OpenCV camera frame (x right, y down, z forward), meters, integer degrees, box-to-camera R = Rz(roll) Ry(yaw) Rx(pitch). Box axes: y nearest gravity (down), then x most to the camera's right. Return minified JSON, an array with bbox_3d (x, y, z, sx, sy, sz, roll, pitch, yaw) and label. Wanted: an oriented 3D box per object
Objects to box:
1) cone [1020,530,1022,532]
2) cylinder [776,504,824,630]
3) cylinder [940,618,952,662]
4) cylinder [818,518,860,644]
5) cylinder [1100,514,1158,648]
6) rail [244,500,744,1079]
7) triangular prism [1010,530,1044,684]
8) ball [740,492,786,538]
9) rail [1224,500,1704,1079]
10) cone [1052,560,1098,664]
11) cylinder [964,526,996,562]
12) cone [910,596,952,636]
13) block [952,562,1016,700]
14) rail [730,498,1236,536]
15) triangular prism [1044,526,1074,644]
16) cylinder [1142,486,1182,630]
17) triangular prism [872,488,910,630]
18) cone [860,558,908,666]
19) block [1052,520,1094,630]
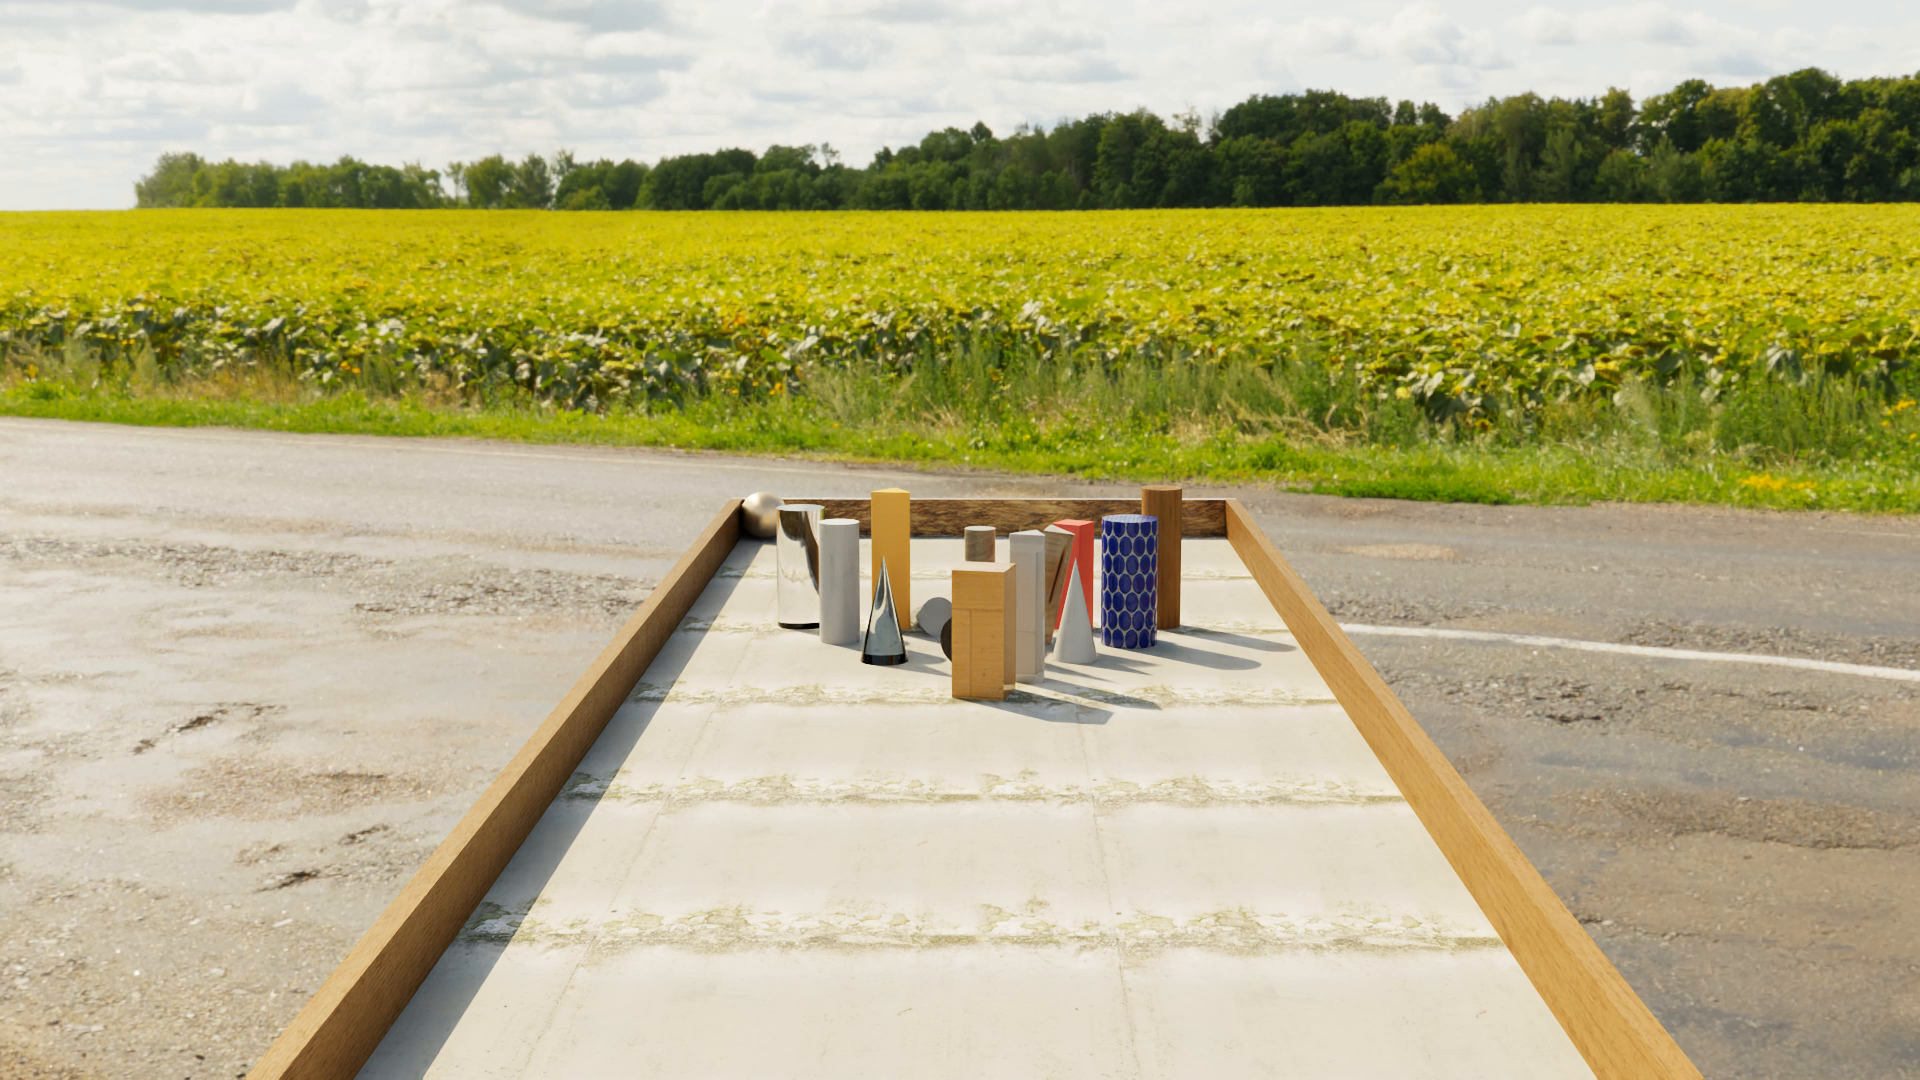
[{"bbox_3d":[0.181,0.160,6.649,0.104,0.423,0.104,0,9,0],"label":"cone"},{"bbox_3d":[-0.521,0.087,7.214,0.158,0.390,0.158,0,9,0],"label":"cylinder"},{"bbox_3d":[0.077,0.269,6.770,0.170,0.170,0.412,2,9,15],"label":"cylinder"},{"bbox_3d":[-0.382,0.131,6.964,0.129,0.382,0.129,0,9,0],"label":"cylinder"},{"bbox_3d":[0.533,0.129,6.922,0.178,0.398,0.178,0,9,0],"label":"cylinder"},{"bbox_3d":[-1.004,0.839,3.234,0.050,0.150,12.000,0,9,1],"label":"rail"},{"bbox_3d":[0.208,0.192,6.412,0.107,0.434,0.092,3,9,18],"label":"triangular prism"},{"bbox_3d":[-0.805,-0.103,9.033,0.196,0.196,0.196,0,9,0],"label":"ball"},{"bbox_3d":[1.046,0.843,3.208,0.050,0.150,12.000,0,9,1],"label":"rail"},{"bbox_3d":[0.351,0.207,6.695,0.140,0.316,0.140,0,9,0],"label":"cone"},{"bbox_3d":[0.065,0.122,7.205,0.101,0.324,0.101,0,9,0],"label":"cylinder"},{"bbox_3d":[-0.131,0.251,7.223,0.127,0.127,0.362,-3,0,-20],"label":"cone"},{"bbox_3d":[0.068,0.256,6.227,0.150,0.366,0.150,2,9,14],"label":"block"},{"bbox_3d":[0.099,-0.098,9.147,2.100,0.150,0.050,0,9,1],"label":"rail"},{"bbox_3d":[0.263,0.137,6.914,0.102,0.364,0.088,7,15,-16],"label":"triangular prism"},{"bbox_3d":[0.658,0.055,7.201,0.132,0.457,0.132,0,9,0],"label":"cylinder"},{"bbox_3d":[-0.219,0.060,7.192,0.124,0.451,0.108,1,9,7],"label":"triangular prism"},{"bbox_3d":[-0.231,0.206,6.668,0.146,0.326,0.146,0,9,0],"label":"cone"},{"bbox_3d":[0.368,0.115,7.172,0.101,0.348,0.101,5,10,30],"label":"block"}]
